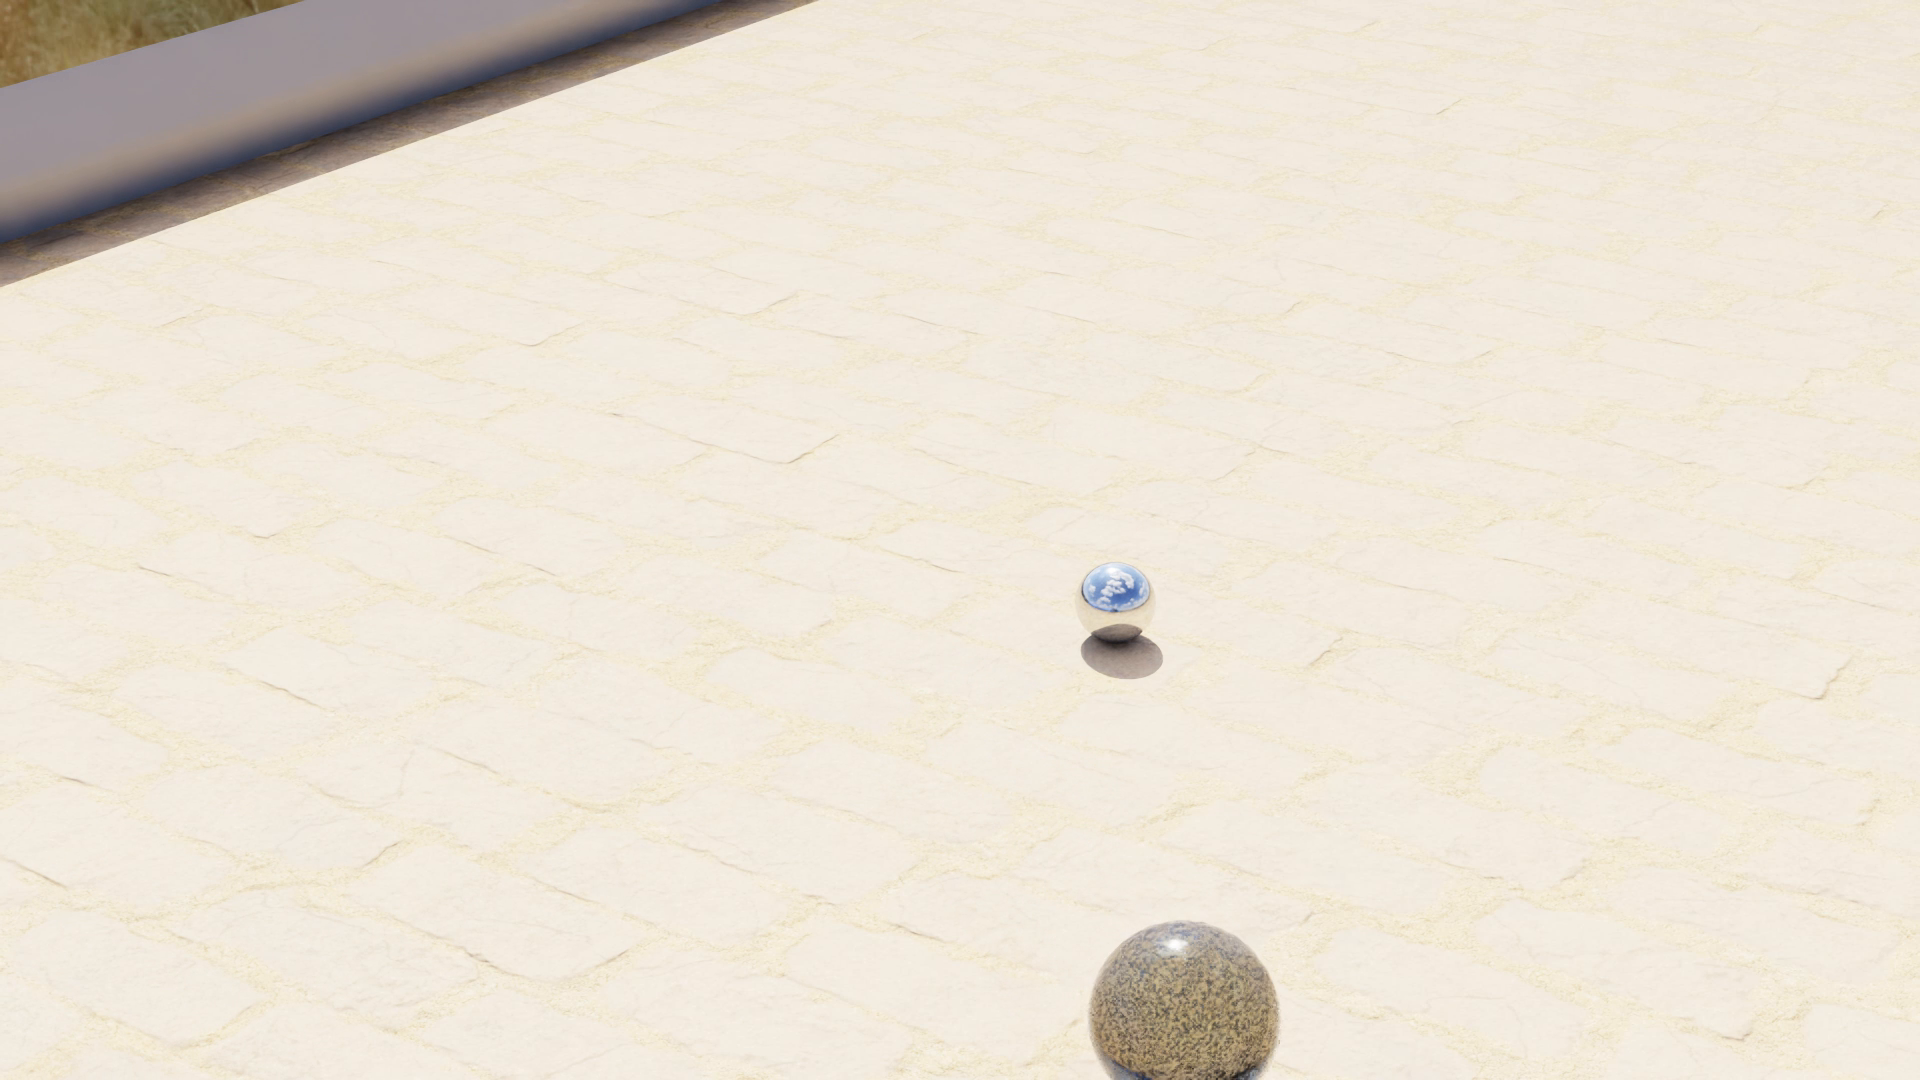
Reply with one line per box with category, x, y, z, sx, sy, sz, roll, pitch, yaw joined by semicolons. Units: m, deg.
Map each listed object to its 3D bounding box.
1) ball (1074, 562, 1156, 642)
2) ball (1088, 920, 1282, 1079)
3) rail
ball;0.094;0.037;1.774;0.049;0.049;0.049;0;25;0
ball;0.102;0.218;1.342;0.088;0.088;0.088;0;25;0
rail;-0.314;-0.583;3.012;0.045;0.126;3.649;16;30;31
